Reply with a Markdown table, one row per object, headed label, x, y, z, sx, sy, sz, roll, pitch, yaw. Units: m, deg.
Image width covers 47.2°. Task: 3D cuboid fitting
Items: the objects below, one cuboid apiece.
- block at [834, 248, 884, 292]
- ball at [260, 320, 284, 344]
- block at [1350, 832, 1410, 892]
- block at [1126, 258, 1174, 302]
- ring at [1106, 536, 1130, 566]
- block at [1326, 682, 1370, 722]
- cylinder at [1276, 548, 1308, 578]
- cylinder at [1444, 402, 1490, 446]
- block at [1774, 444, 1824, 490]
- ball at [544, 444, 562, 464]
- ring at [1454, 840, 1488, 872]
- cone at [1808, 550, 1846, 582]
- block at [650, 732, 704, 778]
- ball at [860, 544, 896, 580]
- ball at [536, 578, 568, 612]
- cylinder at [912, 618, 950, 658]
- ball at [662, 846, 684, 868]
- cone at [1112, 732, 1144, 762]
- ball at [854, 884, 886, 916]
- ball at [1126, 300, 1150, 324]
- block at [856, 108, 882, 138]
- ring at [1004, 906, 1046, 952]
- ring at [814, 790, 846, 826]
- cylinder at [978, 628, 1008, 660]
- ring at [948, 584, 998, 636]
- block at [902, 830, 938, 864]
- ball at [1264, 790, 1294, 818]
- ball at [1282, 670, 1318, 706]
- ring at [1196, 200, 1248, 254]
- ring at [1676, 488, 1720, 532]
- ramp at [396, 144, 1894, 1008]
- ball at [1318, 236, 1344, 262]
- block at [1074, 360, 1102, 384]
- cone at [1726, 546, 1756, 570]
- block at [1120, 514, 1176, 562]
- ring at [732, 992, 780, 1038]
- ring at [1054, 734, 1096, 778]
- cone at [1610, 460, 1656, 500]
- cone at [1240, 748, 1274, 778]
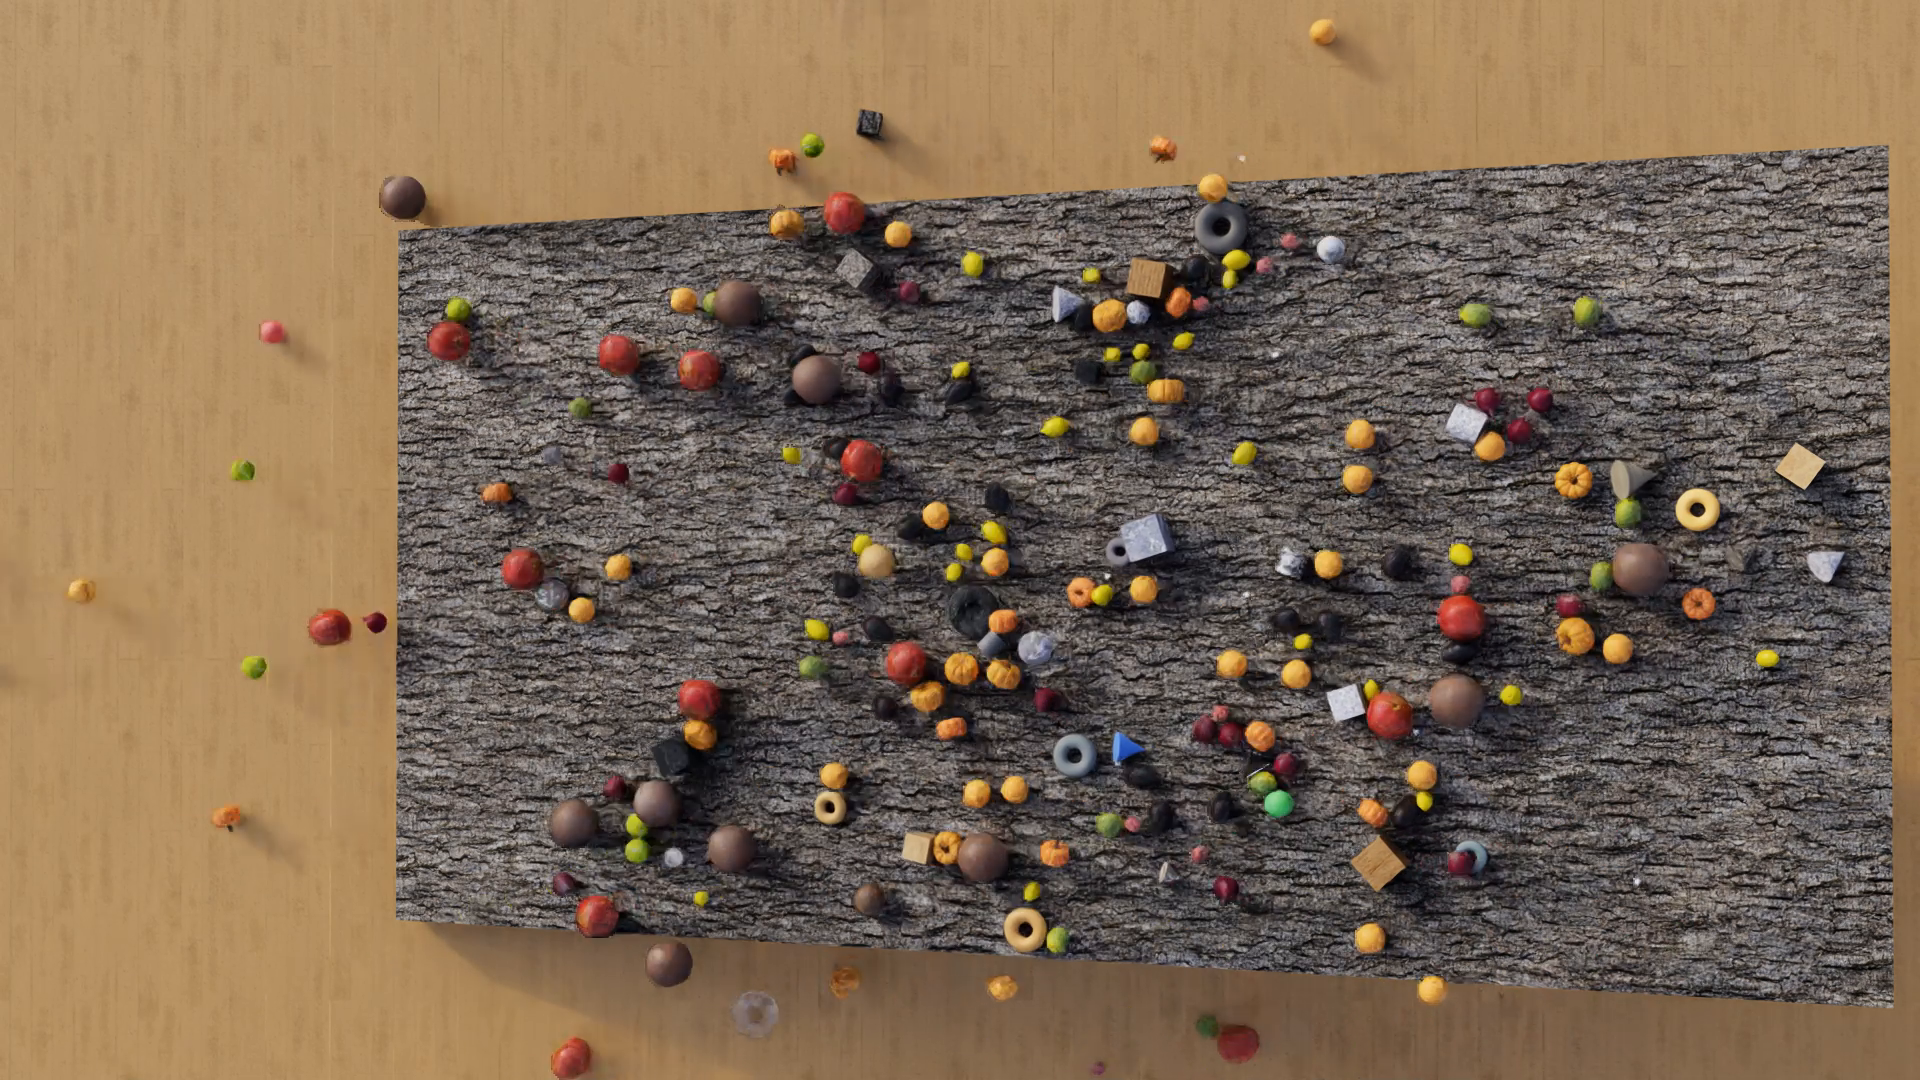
| label | x | y | z | sx | sy | sz | roll | pitch | yaw |
| --- | --- | --- | --- | --- | --- | --- | --- | --- | --- |
| block | -0.269 | -0.723 | 5.883 | 0.079 | 0.079 | 0.079 | 40 | 101 | 15 |
| ball | -2.016 | -0.609 | 6.447 | 0.067 | 0.067 | 0.067 | 0 | 89 | 0 |
| block | 1.035 | 0.792 | 5.411 | 0.096 | 0.096 | 0.096 | -44 | 77 | 13 |
| block | 0.486 | -0.664 | 5.620 | 0.090 | 0.090 | 0.090 | 11 | 93 | 19 |
| ring | 0.414 | 0.030 | 5.669 | 0.078 | 0.026 | 0.078 | -1 | 88 | 19 |
| block | 0.962 | 0.402 | 5.451 | 0.076 | 0.076 | 0.076 | -19 | 83 | 18 |
| cylinder | 0.832 | 0.057 | 5.507 | 0.062 | 0.062 | 0.062 | 19 | 96 | 0 |
| cylinder | 1.237 | -0.283 | 5.365 | 0.080 | 0.080 | 0.080 | 36 | 89 | 30 |
| block | 1.955 | -0.170 | 5.120 | 0.079 | 0.079 | 0.079 | 37 | 100 | 16 |
| ball | -1.145 | -0.242 | 6.187 | 0.053 | 0.053 | 0.053 | 0 | 89 | 0 |
| ring | 1.248 | 0.773 | 5.375 | 0.080 | 0.027 | 0.080 | 0 | 91 | 19 |
| cone | 2.029 | 0.044 | 5.115 | 0.078 | 0.078 | 0.078 | -30 | 89 | -11 |
| block | -0.775 | 0.590 | 6.031 | 0.090 | 0.090 | 0.090 | -26 | 81 | 17 |
| ball | -0.218 | 0.059 | 5.804 | 0.096 | 0.096 | 0.096 | 0 | 89 | 0 |
| ball | -1.143 | 0.155 | 6.160 | 0.092 | 0.092 | 0.092 | 0 | 89 | 0 |
| cylinder | -0.077 | 0.256 | 5.837 | 0.099 | 0.099 | 0.099 | 0 | 94 | -2 |
| ball | -0.787 | 0.873 | 6.047 | 0.060 | 0.060 | 0.060 | 0 | 89 | 0 |
| cone | 0.439 | 0.536 | 5.649 | 0.077 | 0.077 | 0.077 | 6 | 89 | -8 |
| ball | -0.241 | 0.957 | 5.847 | 0.086 | 0.086 | 0.086 | 0 | 89 | 0 |
| ball | 0.457 | -0.584 | 5.643 | 0.063 | 0.063 | 0.063 | 0 | 89 | 0 |
| block | -0.266 | -1.222 | 6.457 | 0.064 | 0.064 | 0.064 | 11 | 89 | 1 |
| ring | 0.171 | 1.015 | 5.731 | 0.117 | 0.039 | 0.117 | -1 | 88 | 20 |
| ring | -0.349 | 0.721 | 5.915 | 0.094 | 0.031 | 0.094 | 0 | 89 | 23 |
| cylinder | 0.086 | 0.271 | 5.759 | 0.059 | 0.059 | 0.059 | 44 | 103 | 1 |
| ring | 0.035 | 0.186 | 5.785 | 0.139 | 0.046 | 0.139 | 0 | 90 | 18 |
| block | -0.105 | 0.812 | 5.812 | 0.068 | 0.068 | 0.068 | 12 | 93 | 18 |
| ball | 0.799 | 0.660 | 5.506 | 0.070 | 0.070 | 0.070 | 0 | 89 | 0 |
| ball | 0.848 | 0.370 | 5.479 | 0.089 | 0.089 | 0.089 | 0 | 89 | 0 |
| ring | 0.665 | -0.795 | 5.584 | 0.139 | 0.046 | 0.139 | 0 | 89 | 20 |
| ring | 1.749 | -0.071 | 5.213 | 0.101 | 0.034 | 0.101 | 0 | 90 | 20 |
| ramp | 0.278 | 0.091 | 5.781 | 4.000 | 0.100 | 2.000 | 0 | 89 | 19 |
| ball | 0.925 | -0.725 | 5.484 | 0.067 | 0.067 | 0.067 | 0 | 89 | 0 |
| block | 0.332 | -0.435 | 5.690 | 0.051 | 0.051 | 0.051 | 8 | 92 | 19 |
| cone | 1.851 | 0.029 | 5.179 | 0.065 | 0.065 | 0.065 | -28 | 89 | -11 |
| block | 0.479 | -0.004 | 5.609 | 0.098 | 0.098 | 0.098 | -19 | 83 | 18 |
| ring | -0.599 | 1.389 | 6.430 | 0.139 | 0.046 | 0.139 | 0 | 90 | 0 |
| ring | 0.298 | 0.559 | 5.695 | 0.115 | 0.038 | 0.115 | 0 | 90 | 18 |
| cone | 1.622 | -0.150 | 5.252 | 0.097 | 0.097 | 0.097 | -9 | 89 | -8 |
| cone | 0.755 | 0.558 | 5.541 | 0.080 | 0.080 | 0.080 | -4 | 89 | -8 |
